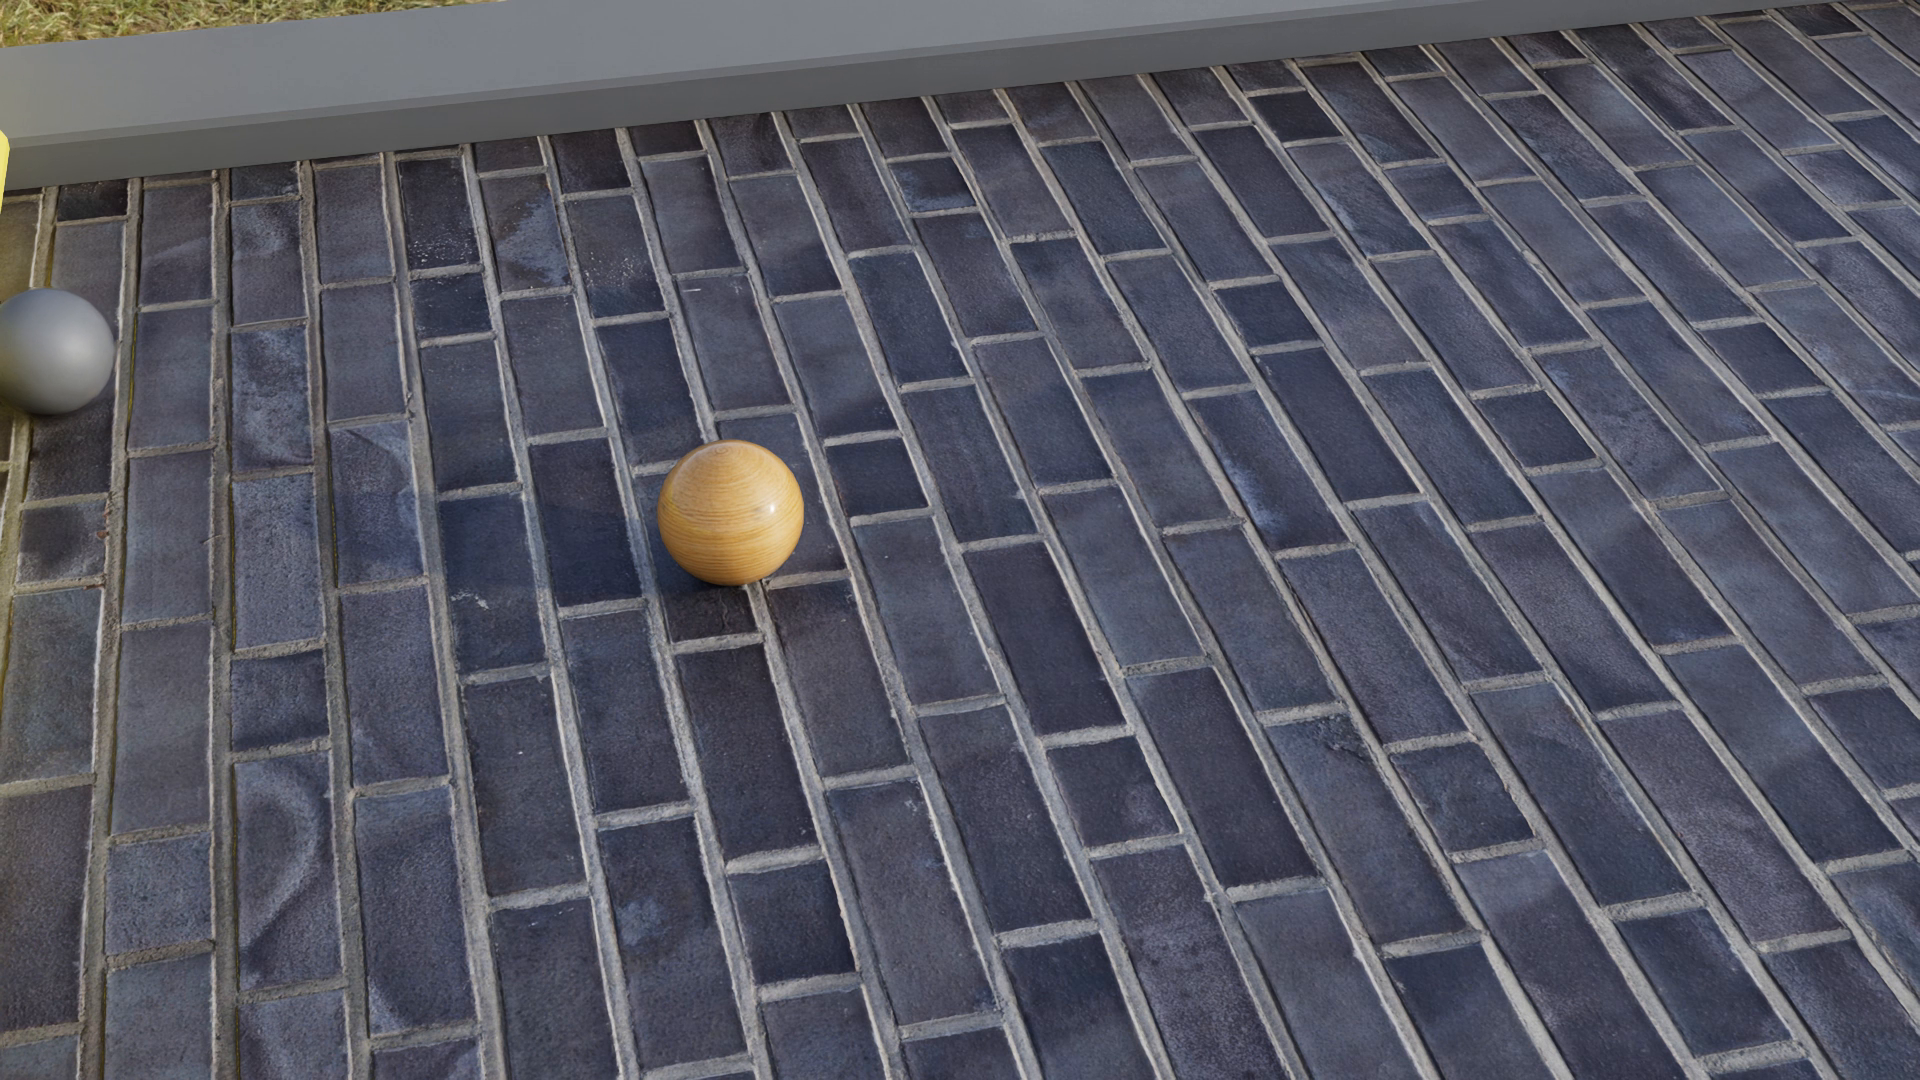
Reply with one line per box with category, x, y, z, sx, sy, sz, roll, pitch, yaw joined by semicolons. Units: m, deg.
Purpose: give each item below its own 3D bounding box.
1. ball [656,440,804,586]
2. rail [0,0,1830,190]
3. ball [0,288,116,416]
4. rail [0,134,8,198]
ball;-0.146;-0.017;1.639;0.094;0.094;0.094;0;35;0
rail;0.485;-0.496;2.285;2.645;0.122;0.045;-8;36;-11
ball;-0.641;-0.132;1.804;0.089;0.089;0.089;0;35;0
rail;-0.620;0.067;1.494;0.045;0.122;1.431;-8;36;-11
